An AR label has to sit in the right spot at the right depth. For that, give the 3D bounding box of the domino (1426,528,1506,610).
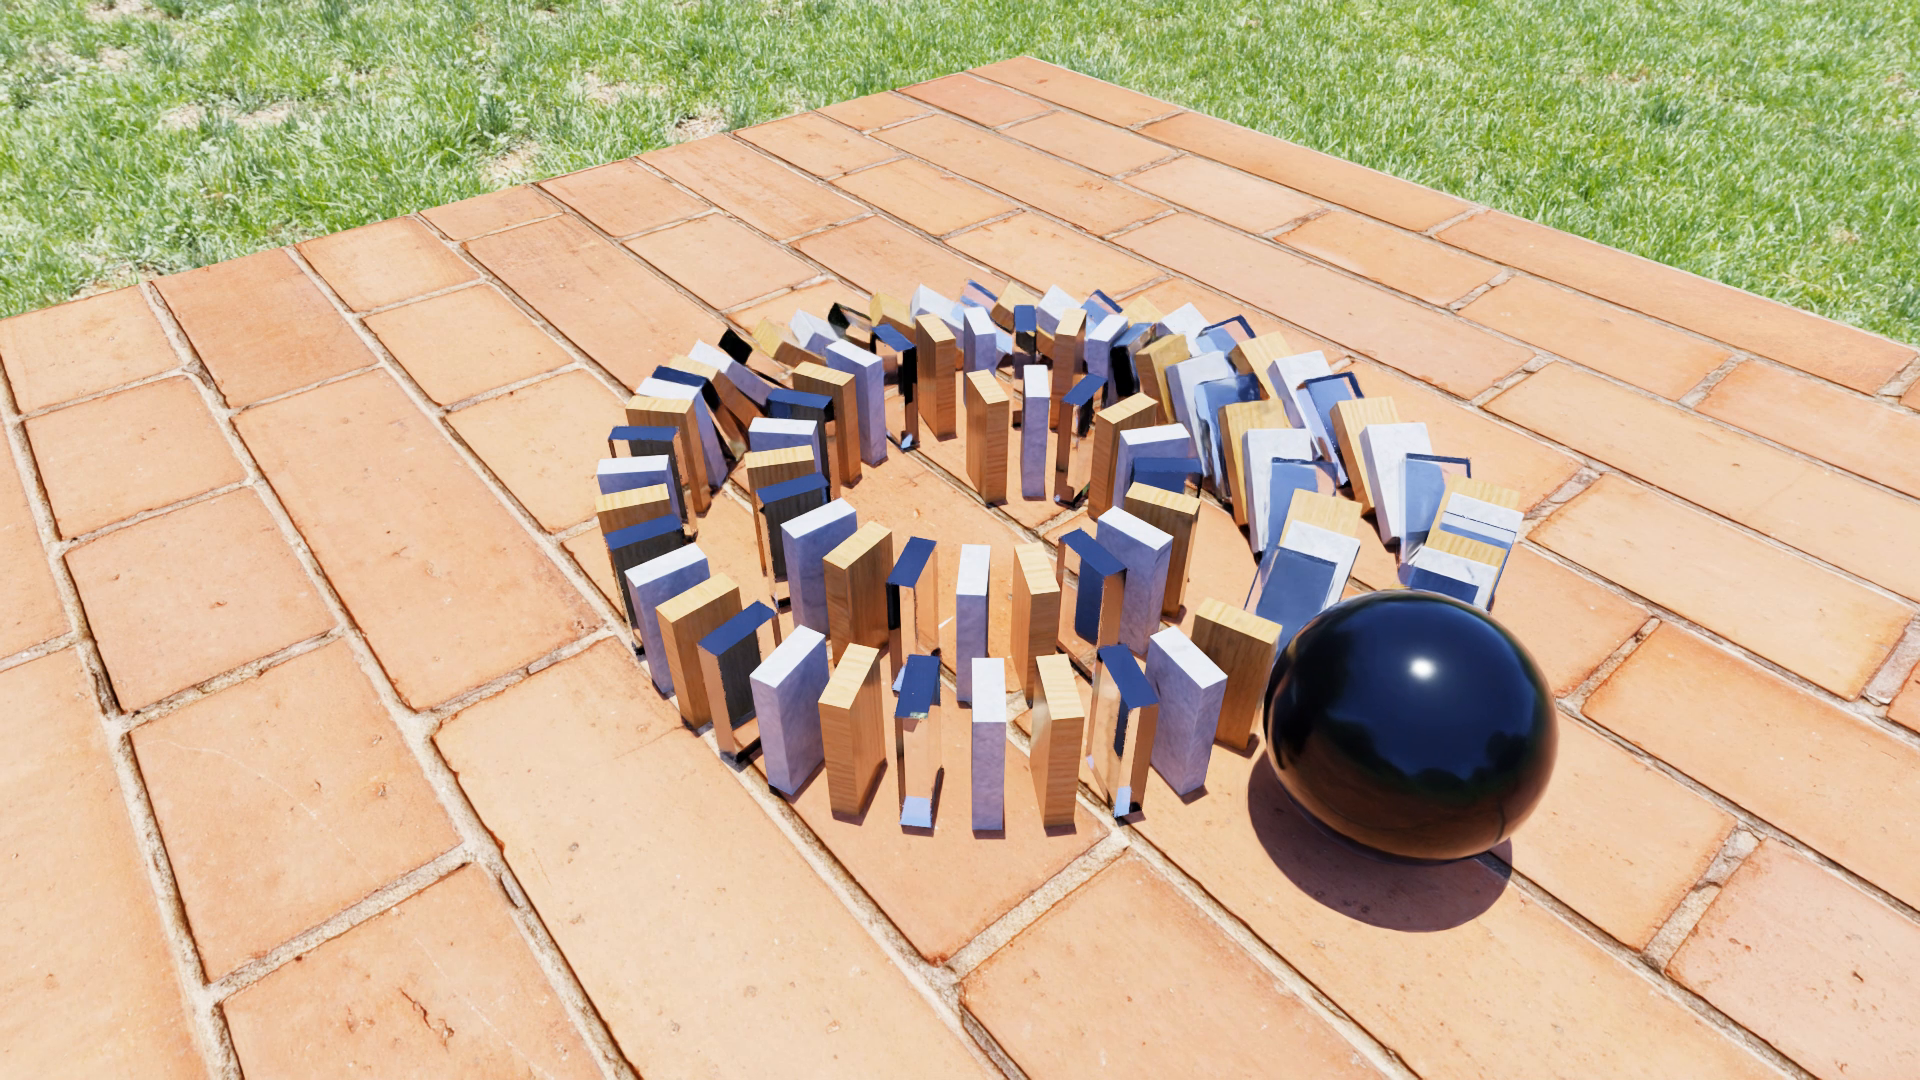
[{"bbox_3d":[0.170,0.023,0.387,0.025,0.050,0.009,20,5,23],"label":"domino"}]

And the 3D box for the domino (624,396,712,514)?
[{"bbox_3d":[-0.120,-0.035,0.454,0.025,0.050,0.009,5,40,6],"label":"domino"}]

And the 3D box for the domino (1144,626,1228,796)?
[{"bbox_3d":[0.068,0.054,0.345,0.010,0.050,0.025,-20,43,-23],"label":"domino"}]

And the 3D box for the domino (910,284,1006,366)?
[{"bbox_3d":[-0.001,-0.108,0.556,0.050,0.010,0.025,25,35,-20],"label":"domino"}]

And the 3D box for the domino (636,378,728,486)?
[{"bbox_3d":[-0.117,-0.045,0.466,0.025,0.050,0.010,12,53,15],"label":"domino"}]

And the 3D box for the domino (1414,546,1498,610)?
[{"bbox_3d":[0.164,0.030,0.379,0.025,0.050,0.009,19,5,23],"label":"domino"}]

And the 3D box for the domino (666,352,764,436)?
[{"bbox_3d":[-0.108,-0.063,0.491,0.025,0.050,0.009,22,76,24],"label":"domino"}]

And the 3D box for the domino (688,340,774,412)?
[{"bbox_3d":[-0.099,-0.072,0.504,0.025,0.050,0.009,31,88,32],"label":"domino"}]

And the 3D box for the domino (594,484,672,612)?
[{"bbox_3d":[-0.117,0.004,0.406,0.025,0.050,0.009,-12,41,-14],"label":"domino"}]

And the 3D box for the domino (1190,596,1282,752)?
[{"bbox_3d":[0.087,0.044,0.358,0.025,0.050,0.009,22,44,25],"label":"domino"}]

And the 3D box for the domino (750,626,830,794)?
[{"bbox_3d":[-0.052,0.054,0.346,0.010,0.050,0.025,20,43,23],"label":"domino"}]

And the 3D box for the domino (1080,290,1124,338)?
[{"bbox_3d":[0.081,-0.101,0.549,0.050,0.010,0.025,39,47,0],"label":"domino"}]

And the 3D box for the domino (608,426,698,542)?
[{"bbox_3d":[-0.122,-0.022,0.438,0.025,0.050,0.009,1,39,1],"label":"domino"}]

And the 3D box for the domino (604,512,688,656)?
[{"bbox_3d":[-0.108,0.016,0.392,0.025,0.050,0.009,-19,43,-22],"label":"domino"}]

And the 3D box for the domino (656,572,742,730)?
[{"bbox_3d":[-0.084,0.037,0.366,0.025,0.050,0.009,-31,48,-32],"label":"domino"}]

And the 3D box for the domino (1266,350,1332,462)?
[{"bbox_3d":[0.161,-0.060,0.499,0.025,0.009,0.050,-13,70,-16],"label":"domino"}]

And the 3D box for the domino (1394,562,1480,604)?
[{"bbox_3d":[0.154,0.035,0.372,0.025,0.050,0.010,20,5,23],"label":"domino"}]

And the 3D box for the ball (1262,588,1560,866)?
[{"bbox_3d":[0.130,0.054,0.322,0.080,0.080,0.080,0,39,0],"label":"ball"}]

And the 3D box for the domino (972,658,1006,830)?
[{"bbox_3d":[0.008,0.063,0.335,0.009,0.050,0.025,0,39,0],"label":"domino"}]

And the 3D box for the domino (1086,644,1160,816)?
[{"bbox_3d":[0.049,0.059,0.339,0.009,0.050,0.025,-10,40,-12],"label":"domino"}]

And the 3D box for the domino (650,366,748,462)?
[{"bbox_3d":[-0.113,-0.054,0.478,0.025,0.050,0.009,16,65,18],"label":"domino"}]

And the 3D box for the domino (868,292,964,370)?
[{"bbox_3d":[-0.021,-0.105,0.552,0.050,0.009,0.025,21,31,-27],"label":"domino"}]

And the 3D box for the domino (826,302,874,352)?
[{"bbox_3d":[-0.039,-0.099,0.544,0.050,0.010,0.025,17,27,-36],"label":"domino"}]

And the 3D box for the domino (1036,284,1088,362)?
[{"bbox_3d":[0.061,-0.105,0.554,0.050,0.010,0.025,36,44,-4],"label":"domino"}]

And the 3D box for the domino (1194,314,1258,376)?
[{"bbox_3d":[0.137,-0.082,0.525,0.025,0.009,0.050,-22,74,-26],"label":"domino"}]

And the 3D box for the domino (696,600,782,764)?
[{"bbox_3d":[-0.069,0.046,0.355,0.010,0.050,0.025,28,47,29],"label":"domino"}]

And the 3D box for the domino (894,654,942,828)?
[{"bbox_3d":[-0.012,0.062,0.336,0.009,0.050,0.025,5,40,6],"label":"domino"}]

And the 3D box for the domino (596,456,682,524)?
[{"bbox_3d":[-0.121,-0.009,0.422,0.025,0.050,0.009,-4,40,-5],"label":"domino"}]

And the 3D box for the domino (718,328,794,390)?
[{"bbox_3d":[-0.087,-0.081,0.516,0.025,0.010,0.050,41,10,39],"label":"domino"}]

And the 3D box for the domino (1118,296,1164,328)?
[{"bbox_3d":[0.100,-0.096,0.543,0.050,0.009,0.025,43,50,3],"label":"domino"}]

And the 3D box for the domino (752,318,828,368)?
[{"bbox_3d":[-0.073,-0.088,0.527,0.050,0.010,0.025,20,20,-45],"label":"domino"}]

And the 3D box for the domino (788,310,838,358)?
[{"bbox_3d":[-0.057,-0.094,0.536,0.050,0.010,0.025,18,25,-39],"label":"domino"}]

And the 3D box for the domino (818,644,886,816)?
[{"bbox_3d":[-0.033,0.059,0.339,0.009,0.050,0.025,11,41,13],"label":"domino"}]

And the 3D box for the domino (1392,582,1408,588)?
[{"bbox_3d":[0.148,0.042,0.364,0.025,0.050,0.009,20,5,23],"label":"domino"}]

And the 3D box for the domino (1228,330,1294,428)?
[{"bbox_3d":[0.149,-0.072,0.512,0.025,0.010,0.050,-19,72,-22],"label":"domino"}]

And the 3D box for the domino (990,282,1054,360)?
[{"bbox_3d":[0.041,-0.108,0.557,0.050,0.009,0.025,33,41,-8],"label":"domino"}]

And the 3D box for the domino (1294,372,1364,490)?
[{"bbox_3d":[0.170,-0.049,0.485,0.025,0.009,0.050,-11,70,-14],"label":"domino"}]

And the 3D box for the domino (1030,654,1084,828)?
[{"bbox_3d":[0.029,0.062,0.336,0.009,0.050,0.025,-5,40,-6],"label":"domino"}]

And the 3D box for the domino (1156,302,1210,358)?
[{"bbox_3d":[0.119,-0.090,0.535,0.025,0.010,0.050,-34,80,-34],"label":"domino"}]

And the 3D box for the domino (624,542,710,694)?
[{"bbox_3d":[-0.097,0.027,0.378,0.025,0.050,0.009,-25,46,-27],"label":"domino"}]

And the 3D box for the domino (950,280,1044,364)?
[{"bbox_3d":[0.021,-0.110,0.559,0.050,0.009,0.025,31,40,-10],"label":"domino"}]
